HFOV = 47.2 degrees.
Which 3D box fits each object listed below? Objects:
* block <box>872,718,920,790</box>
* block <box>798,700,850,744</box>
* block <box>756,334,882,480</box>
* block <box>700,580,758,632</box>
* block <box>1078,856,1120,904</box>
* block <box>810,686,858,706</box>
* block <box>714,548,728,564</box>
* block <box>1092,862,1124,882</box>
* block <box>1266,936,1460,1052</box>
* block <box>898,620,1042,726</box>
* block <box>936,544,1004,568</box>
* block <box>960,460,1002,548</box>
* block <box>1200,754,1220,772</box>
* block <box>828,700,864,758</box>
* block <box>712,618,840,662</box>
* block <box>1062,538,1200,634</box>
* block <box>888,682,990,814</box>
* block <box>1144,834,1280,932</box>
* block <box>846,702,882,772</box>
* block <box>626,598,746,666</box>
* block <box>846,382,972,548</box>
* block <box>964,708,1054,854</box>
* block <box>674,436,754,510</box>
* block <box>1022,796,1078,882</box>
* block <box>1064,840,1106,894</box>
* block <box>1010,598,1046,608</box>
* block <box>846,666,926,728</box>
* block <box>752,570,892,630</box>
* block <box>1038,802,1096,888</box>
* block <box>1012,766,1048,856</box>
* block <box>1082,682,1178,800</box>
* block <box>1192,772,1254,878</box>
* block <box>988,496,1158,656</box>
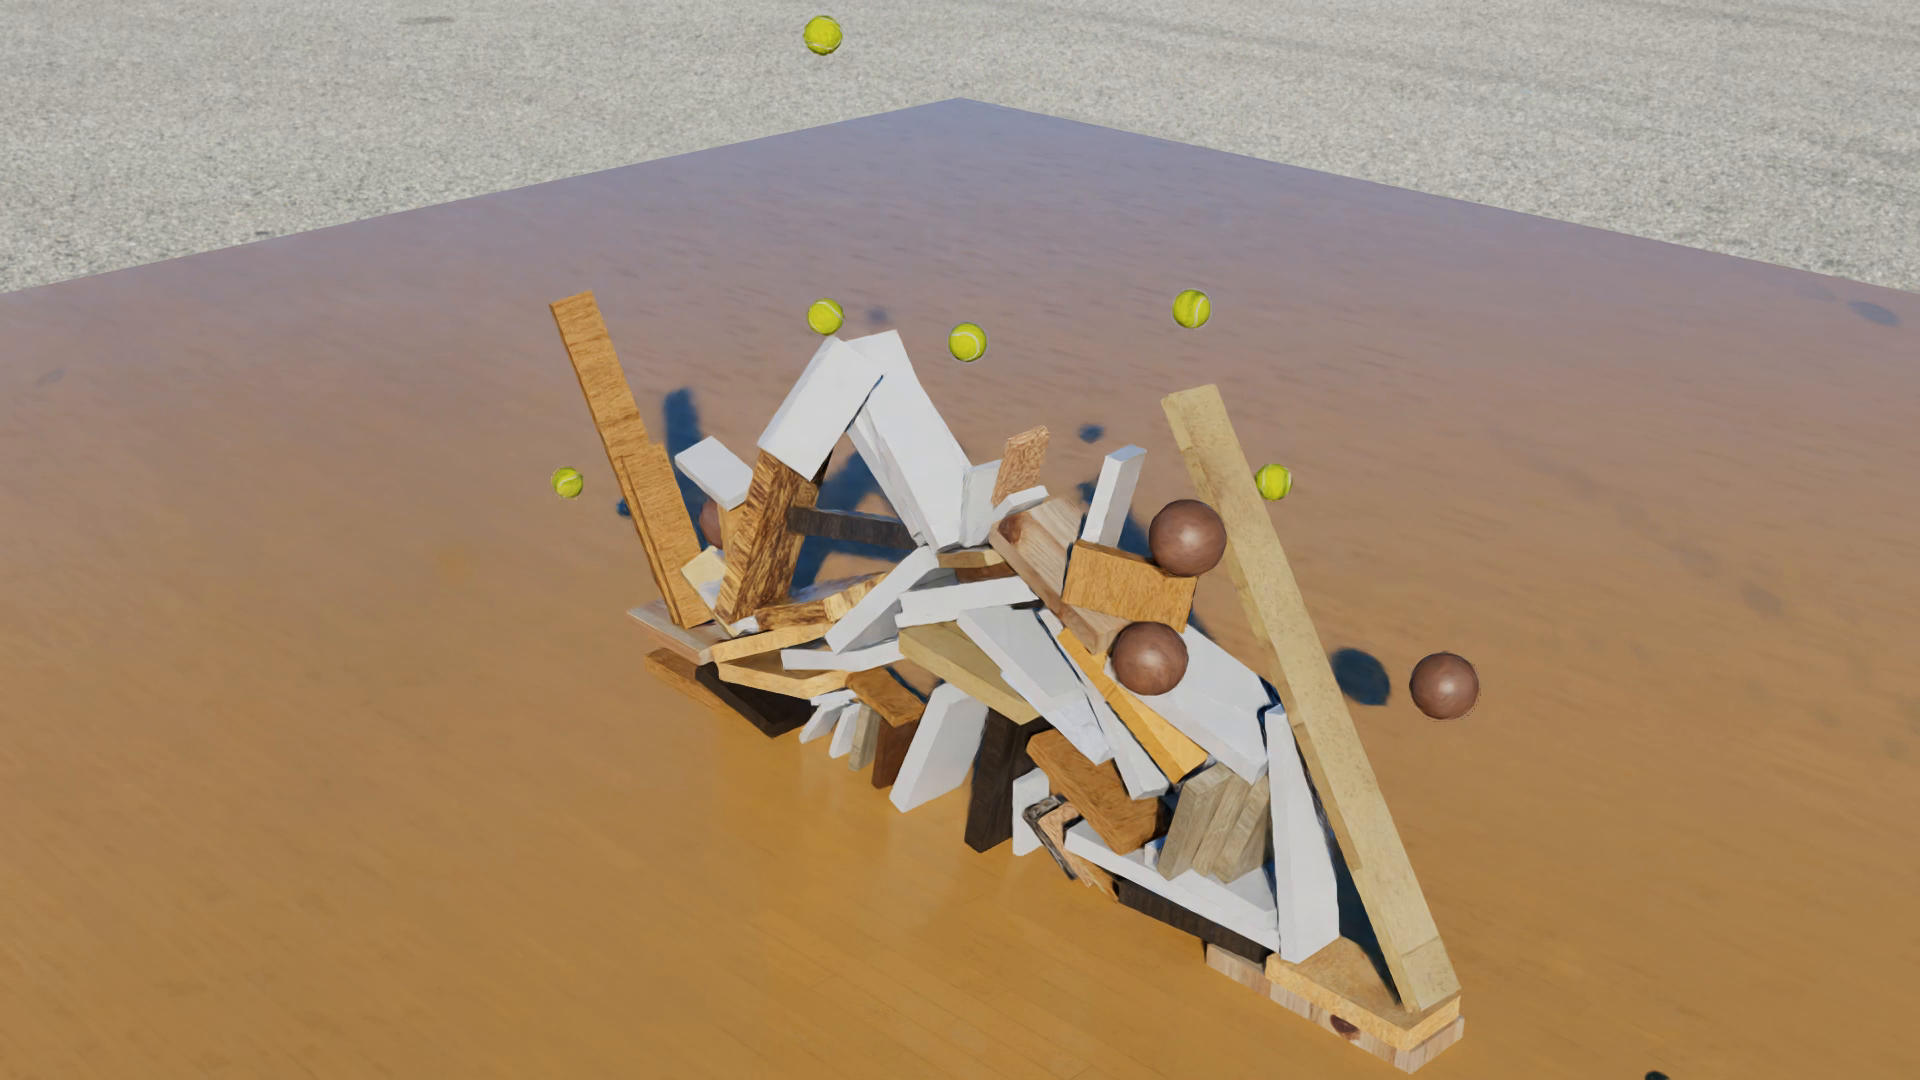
[{"bbox_3d":[-0.133,0.431,4.530,0.084,0.167,0.024,-17,41,-34],"label":"block"},{"bbox_3d":[-0.291,0.384,4.700,0.068,0.137,0.019,-19,66,-38],"label":"block"},{"bbox_3d":[-0.268,-0.252,4.195,0.126,0.252,0.036,35,-3,-36],"label":"block"},{"bbox_3d":[-0.484,0.137,4.790,0.096,0.027,0.193,-11,28,-29],"label":"block"},{"bbox_3d":[0.279,0.623,4.180,0.064,0.018,0.128,-23,67,-42],"label":"block"},{"bbox_3d":[-0.247,0.322,4.618,0.068,0.019,0.137,-18,2,-42],"label":"block"},{"bbox_3d":[-0.480,0.033,4.707,0.059,0.017,0.117,-25,20,-20],"label":"block"},{"bbox_3d":[0.280,0.597,4.155,0.128,0.018,0.064,35,37,22],"label":"block"},{"bbox_3d":[0.691,0.769,3.786,0.149,0.042,0.299,-20,30,-39],"label":"block"},{"bbox_3d":[0.056,0.240,4.258,0.330,0.047,0.165,28,35,36],"label":"block"},{"bbox_3d":[0.047,0.024,4.130,0.102,0.029,0.203,-16,5,-25],"label":"block"},{"bbox_3d":[0.045,-0.068,4.137,0.082,0.164,0.023,-16,39,-28],"label":"block"},{"bbox_3d":[0.478,0.431,3.904,0.118,0.237,0.034,-4,44,-26],"label":"block"},{"bbox_3d":[-0.231,0.399,4.650,0.068,0.137,0.019,-19,53,-38],"label":"block"},{"bbox_3d":[-0.392,0.210,4.783,0.287,0.041,0.144,-14,2,42],"label":"block"},{"bbox_3d":[0.295,0.080,3.816,0.220,0.110,0.031,15,24,9],"label":"block"},{"bbox_3d":[-0.023,0.398,4.413,0.165,0.330,0.047,-20,55,-40],"label":"block"},{"bbox_3d":[0.486,0.601,3.952,0.144,0.041,0.287,-17,30,-40],"label":"block"},{"bbox_3d":[-0.188,0.398,4.606,0.024,0.167,0.084,28,33,24],"label":"block"},{"bbox_3d":[-0.621,0.201,4.983,0.132,0.037,0.264,-23,35,-40],"label":"block"},{"bbox_3d":[-0.095,-0.172,4.342,0.174,0.347,0.049,-27,-10,-30],"label":"block"},{"bbox_3d":[0.107,0.443,4.291,0.165,0.330,0.047,-22,44,-41],"label":"block"},{"bbox_3d":[-0.496,-0.139,4.539,0.096,0.027,0.192,-32,49,-24],"label":"block"},{"bbox_3d":[0.199,0.577,4.260,0.080,0.023,0.160,-22,66,-41],"label":"block"},{"bbox_3d":[0.261,0.611,4.206,0.064,0.018,0.128,-23,67,-42],"label":"block"},{"bbox_3d":[0.184,0.109,4.125,0.095,0.027,0.190,-7,2,-31],"label":"block"},{"bbox_3d":[-0.151,0.319,4.520,0.084,0.024,0.167,-17,40,-36],"label":"block"},{"bbox_3d":[-0.283,0.128,4.575,0.171,0.048,0.342,-23,7,-29],"label":"block"},{"bbox_3d":[0.229,0.586,4.237,0.080,0.023,0.160,-23,67,-42],"label":"block"},{"bbox_3d":[0.138,0.531,4.303,0.023,0.160,0.080,20,30,40],"label":"block"},{"bbox_3d":[0.327,0.345,4.044,0.132,0.037,0.264,-5,61,-35],"label":"block"},{"bbox_3d":[0.498,0.477,3.869,0.122,0.245,0.035,-18,49,-41],"label":"block"},{"bbox_3d":[0.214,0.059,3.953,0.167,0.047,0.334,-21,48,-26],"label":"block"}]
